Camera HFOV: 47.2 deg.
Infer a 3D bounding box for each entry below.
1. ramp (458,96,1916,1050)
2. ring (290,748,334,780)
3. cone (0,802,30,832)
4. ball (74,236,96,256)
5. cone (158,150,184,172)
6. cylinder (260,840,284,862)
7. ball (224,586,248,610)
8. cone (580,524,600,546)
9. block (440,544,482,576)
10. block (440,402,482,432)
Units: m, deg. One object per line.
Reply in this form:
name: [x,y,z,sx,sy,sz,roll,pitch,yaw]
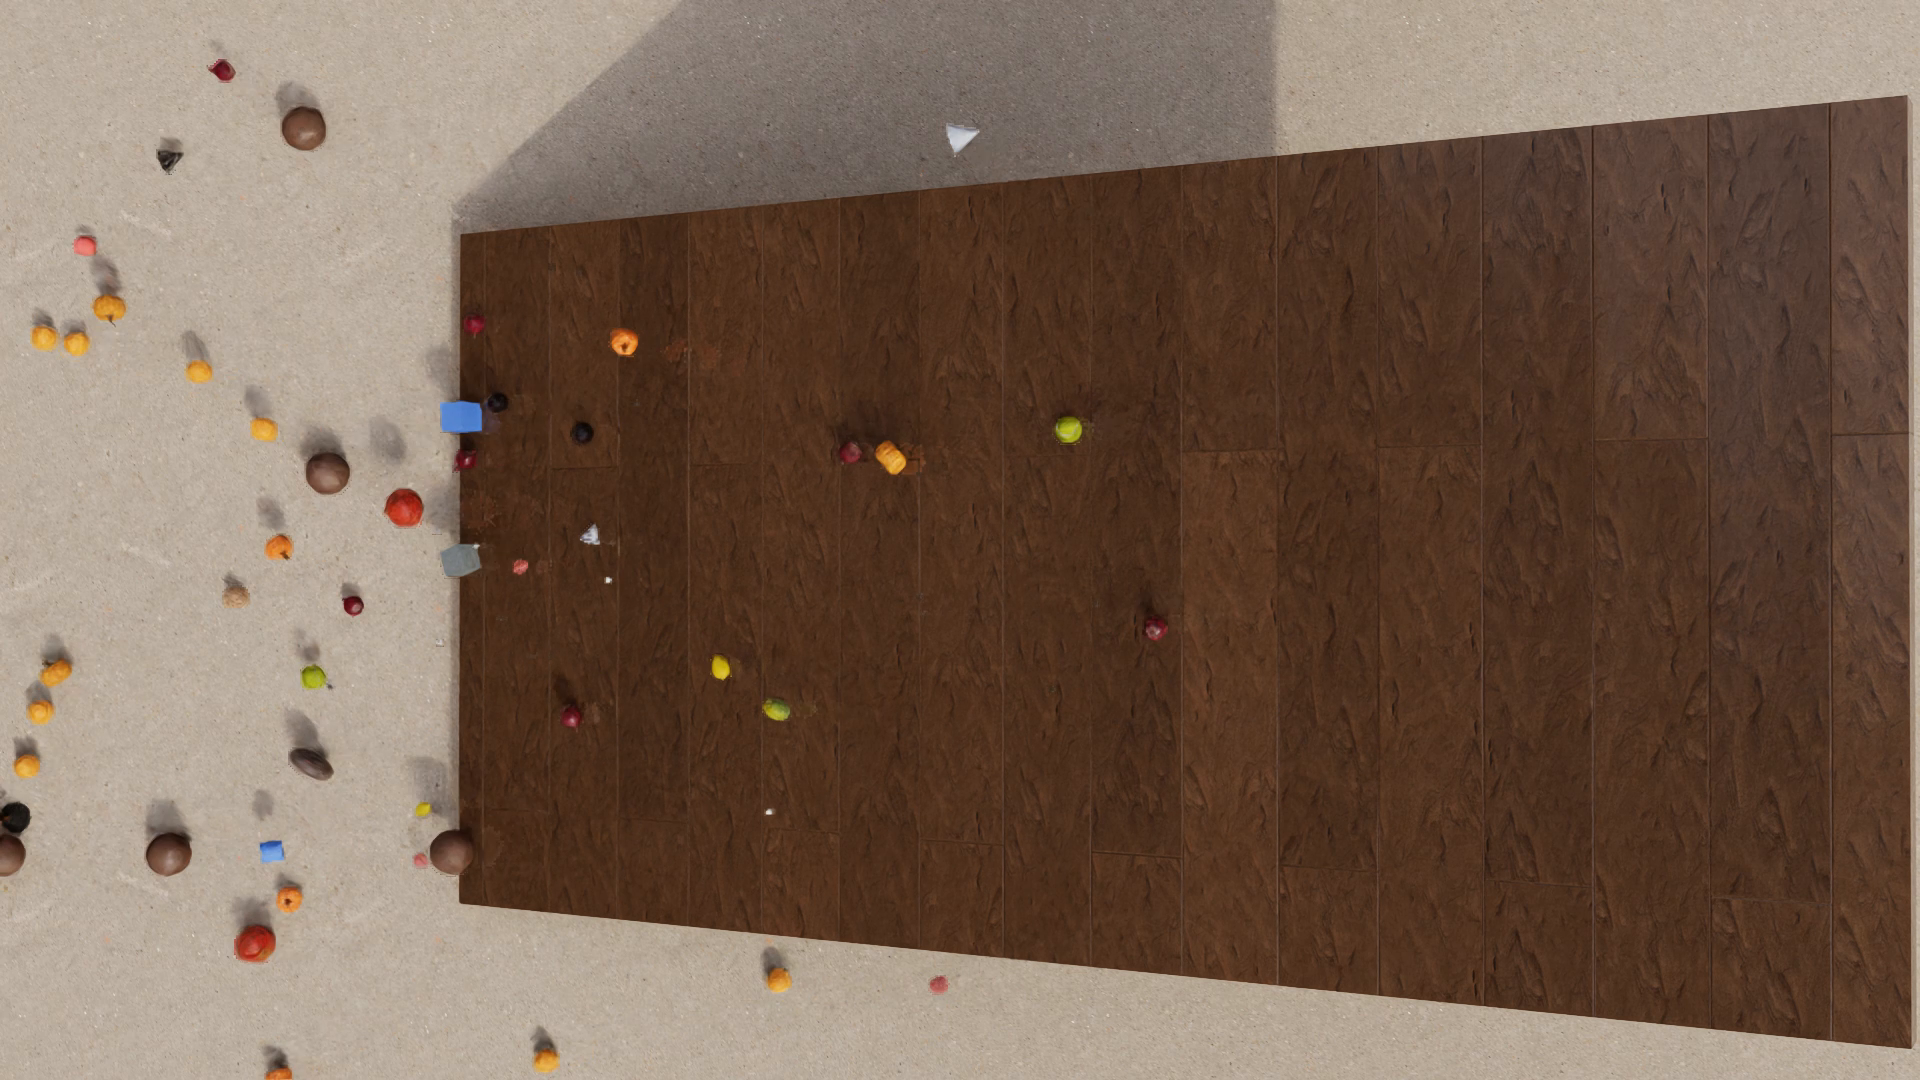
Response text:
ramp: [0.272,0.075,5.634,4.000,0.100,2.000,0,89,29]
ring: [-1.940,0.671,6.579,0.141,0.141,0.047,33,90,0]
cone: [-2.856,0.838,6.605,0.093,0.093,0.093,0,89,0]
ball: [-2.640,-0.886,6.638,0.060,0.060,0.060,0,89,0]
cone: [-2.368,-1.153,6.629,0.070,0.070,0.070,-16,89,8]
cylinder: [-2.044,0.925,6.533,0.060,0.060,0.060,-5,89,-16]
ball: [-2.182,0.175,6.623,0.069,0.069,0.069,0,89,0]
cone: [-1.048,-0.023,6.274,0.060,0.060,0.060,21,101,0]
block: [-1.480,0.059,6.520,0.076,0.076,0.076,-22,79,27]
block: [-1.479,-0.365,6.520,0.082,0.082,0.082,-2,88,29]
